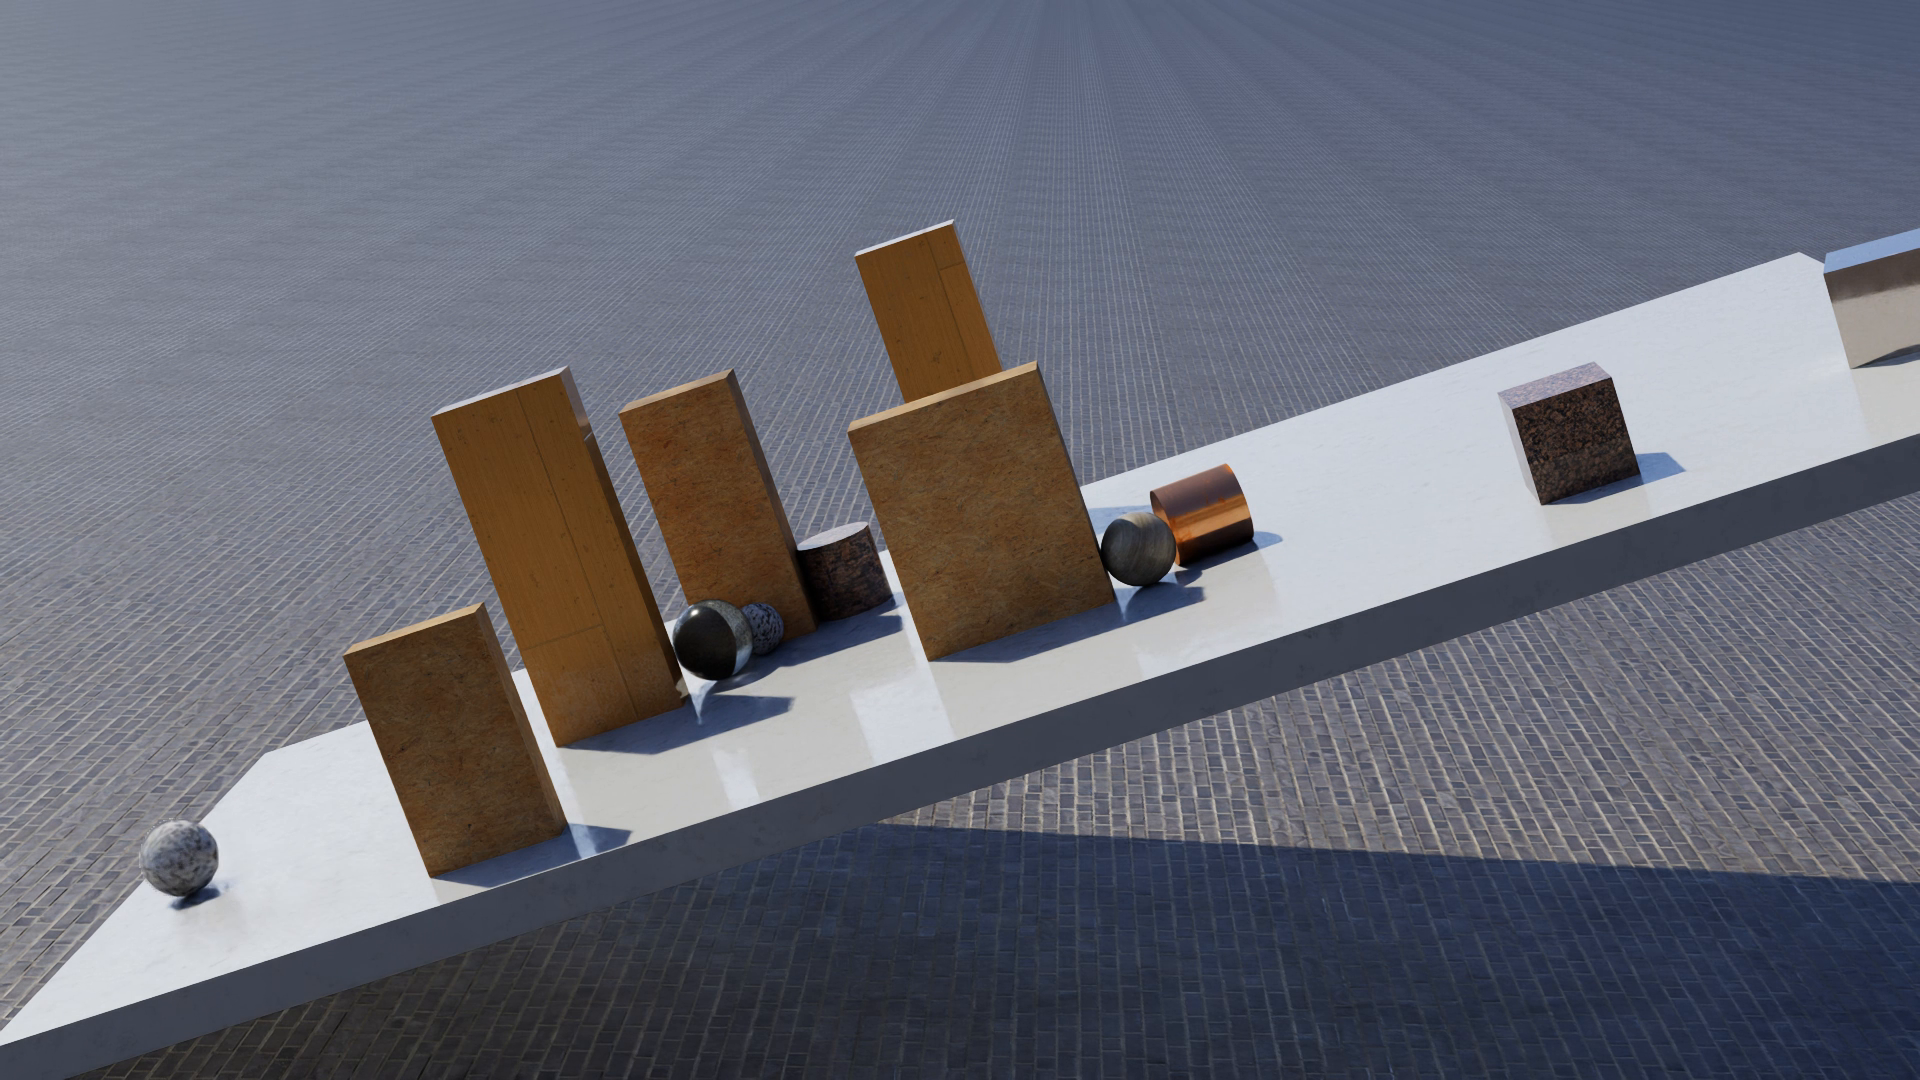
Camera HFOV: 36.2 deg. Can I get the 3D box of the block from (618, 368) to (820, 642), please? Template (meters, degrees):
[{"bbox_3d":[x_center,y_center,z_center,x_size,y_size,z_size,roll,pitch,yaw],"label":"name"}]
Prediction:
[{"bbox_3d":[-0.541,-0.053,6.680,0.256,0.610,0.144,-18,11,6],"label":"block"}]

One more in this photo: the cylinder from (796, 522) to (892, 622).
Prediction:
[{"bbox_3d":[-0.265,0.072,6.747,0.176,0.176,0.176,-18,11,4],"label":"cylinder"}]

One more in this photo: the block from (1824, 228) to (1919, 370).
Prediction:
[{"bbox_3d":[1.832,-0.479,5.800,0.199,0.199,0.199,-15,12,22],"label":"block"}]

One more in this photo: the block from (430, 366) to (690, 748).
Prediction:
[{"bbox_3d":[-0.860,0.038,6.357,0.294,0.768,0.114,-18,11,6],"label":"block"}]

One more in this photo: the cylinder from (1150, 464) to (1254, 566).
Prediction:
[{"bbox_3d":[0.499,-0.053,6.080,0.165,0.165,0.165,-20,14,-5],"label":"cylinder"}]

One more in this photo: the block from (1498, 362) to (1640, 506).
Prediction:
[{"bbox_3d":[1.160,-0.205,5.613,0.194,0.194,0.194,-18,11,6],"label":"block"}]

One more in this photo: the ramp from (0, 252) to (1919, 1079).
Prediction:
[{"bbox_3d":[0.107,0.180,6.305,4.000,0.100,2.000,-18,11,6],"label":"ramp"}]

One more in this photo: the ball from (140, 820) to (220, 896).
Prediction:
[{"bbox_3d":[-1.643,0.670,6.197,0.160,0.160,0.160,0,12,0],"label":"ball"}]

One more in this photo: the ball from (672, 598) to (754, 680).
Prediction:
[{"bbox_3d":[-0.544,0.220,6.481,0.181,0.181,0.181,0,12,0],"label":"ball"}]

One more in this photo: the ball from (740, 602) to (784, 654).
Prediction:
[{"bbox_3d":[-0.454,0.199,6.597,0.118,0.118,0.118,0,12,0],"label":"ball"}]

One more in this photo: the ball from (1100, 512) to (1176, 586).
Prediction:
[{"bbox_3d":[0.363,0.018,5.986,0.154,0.154,0.154,0,12,0],"label":"ball"}]

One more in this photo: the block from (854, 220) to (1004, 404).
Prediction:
[{"bbox_3d":[-0.012,-0.367,6.978,0.242,0.740,0.101,-18,11,6],"label":"block"}]

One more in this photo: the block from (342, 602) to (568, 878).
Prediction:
[{"bbox_3d":[-0.965,0.384,5.635,0.269,0.464,0.087,-18,11,6],"label":"block"}]

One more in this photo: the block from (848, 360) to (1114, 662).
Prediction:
[{"bbox_3d":[0.045,-0.058,5.988,0.401,0.501,0.119,-18,11,6],"label":"block"}]
